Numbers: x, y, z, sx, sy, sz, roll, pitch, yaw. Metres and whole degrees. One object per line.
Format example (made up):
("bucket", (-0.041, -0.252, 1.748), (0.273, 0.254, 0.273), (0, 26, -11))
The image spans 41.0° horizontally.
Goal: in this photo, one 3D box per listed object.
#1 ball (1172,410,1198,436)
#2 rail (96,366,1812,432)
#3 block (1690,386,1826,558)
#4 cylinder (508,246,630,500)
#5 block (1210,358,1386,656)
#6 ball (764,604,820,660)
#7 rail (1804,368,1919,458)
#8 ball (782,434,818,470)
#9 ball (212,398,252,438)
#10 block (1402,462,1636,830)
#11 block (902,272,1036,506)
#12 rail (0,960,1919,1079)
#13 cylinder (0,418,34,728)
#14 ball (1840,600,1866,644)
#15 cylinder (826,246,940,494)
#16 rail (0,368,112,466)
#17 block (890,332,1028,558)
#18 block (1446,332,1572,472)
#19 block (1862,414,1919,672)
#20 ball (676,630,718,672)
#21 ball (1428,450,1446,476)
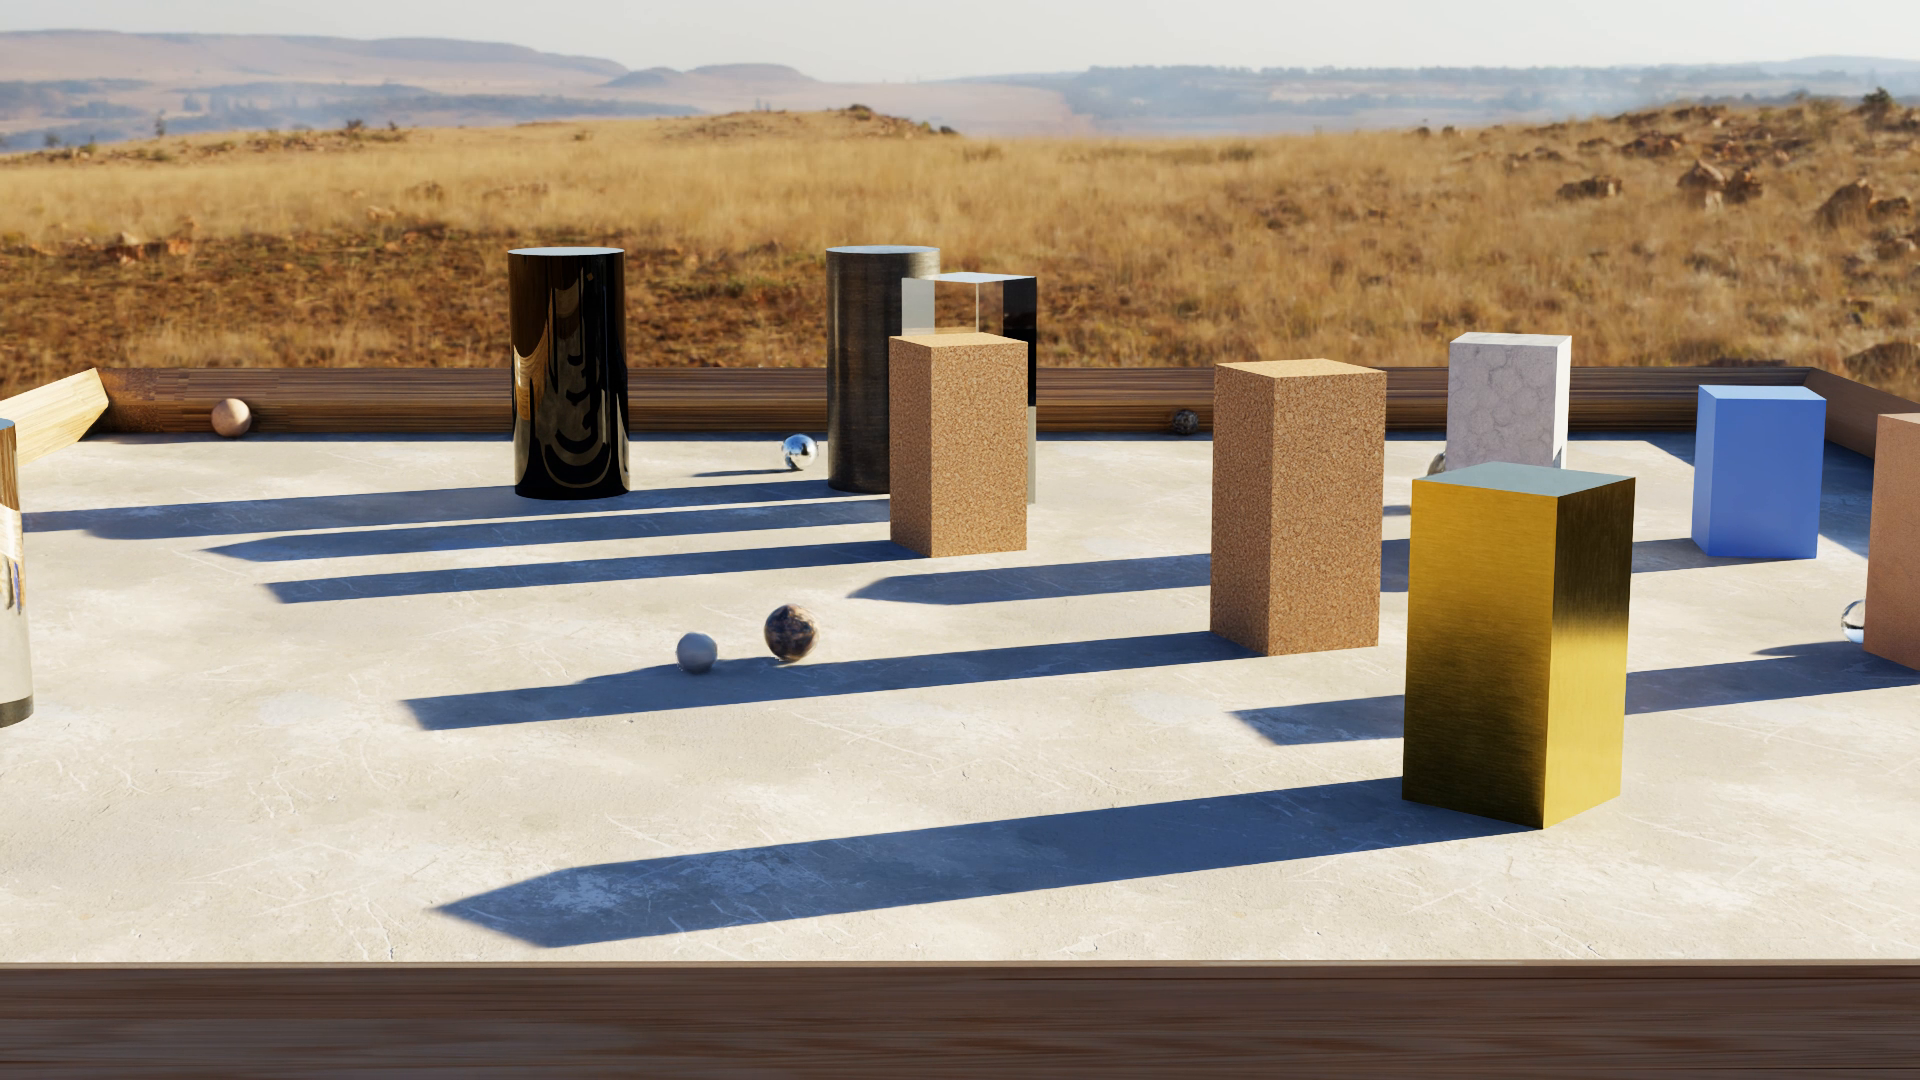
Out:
("ball", (0.448, -0.234, 5.114), (0.050, 0.050, 0.050), (0, 10, 0))
("rail", (-0.010, -0.278, 5.131), (3.445, 0.129, 0.045), (0, 10, 0))
("block", (1.211, -0.106, 3.901), (0.158, 0.239, 0.158), (1, 11, 7))
("cylinder", (-0.671, -0.289, 4.409), (0.198, 0.414, 0.198), (0, 10, 0))
("block", (0.428, -0.045, 3.270), (0.158, 0.350, 0.158), (-4, 11, -22))
("ball", (-0.208, 0.114, 3.176), (0.071, 0.071, 0.071), (0, 10, 0))
("rail", (1.699, 0.031, 3.458), (0.045, 0.129, 3.469), (0, 10, 0))
("ball", (-0.293, -0.160, 4.671), (0.066, 0.066, 0.066), (0, 10, 0))
("ball", (-1.441, -0.241, 5.075), (0.077, 0.077, 0.077), (0, 10, 0))
("block", (0.556, 0.099, 2.556), (0.158, 0.326, 0.158), (9, 14, 40))
("block", (0.016, -0.247, 4.273), (0.158, 0.381, 0.158), (9, 14, 39))
("rail", (0.010, 0.345, 1.766), (3.445, 0.129, 0.045), (0, 10, 0))
("cylinder", (-1.152, 0.038, 2.873), (0.198, 0.331, 0.198), (0, 10, 0))
("ball", (1.151, 0.104, 3.265), (0.057, 0.057, 0.057), (0, 10, 0))
("cylinder", (-0.133, -0.300, 4.472), (0.198, 0.413, 0.198), (0, 10, 0))
("rail", (-1.699, 0.035, 3.439), (0.045, 0.129, 3.469), (0, 10, 0))
("block", (-0.003, -0.148, 3.913), (0.158, 0.317, 0.158), (-5, 12, -24))
("block", (0.832, -0.147, 3.902), (0.158, 0.319, 0.158), (4, 11, 20))
("block", (1.235, 0.002, 3.155), (0.158, 0.299, 0.158), (-3, 11, -14))
("ball", (-0.319, 0.135, 3.115), (0.051, 0.051, 0.051), (0, 10, 0))
("ball", (0.831, -0.106, 4.287), (0.099, 0.099, 0.099), (0, 10, 0))
